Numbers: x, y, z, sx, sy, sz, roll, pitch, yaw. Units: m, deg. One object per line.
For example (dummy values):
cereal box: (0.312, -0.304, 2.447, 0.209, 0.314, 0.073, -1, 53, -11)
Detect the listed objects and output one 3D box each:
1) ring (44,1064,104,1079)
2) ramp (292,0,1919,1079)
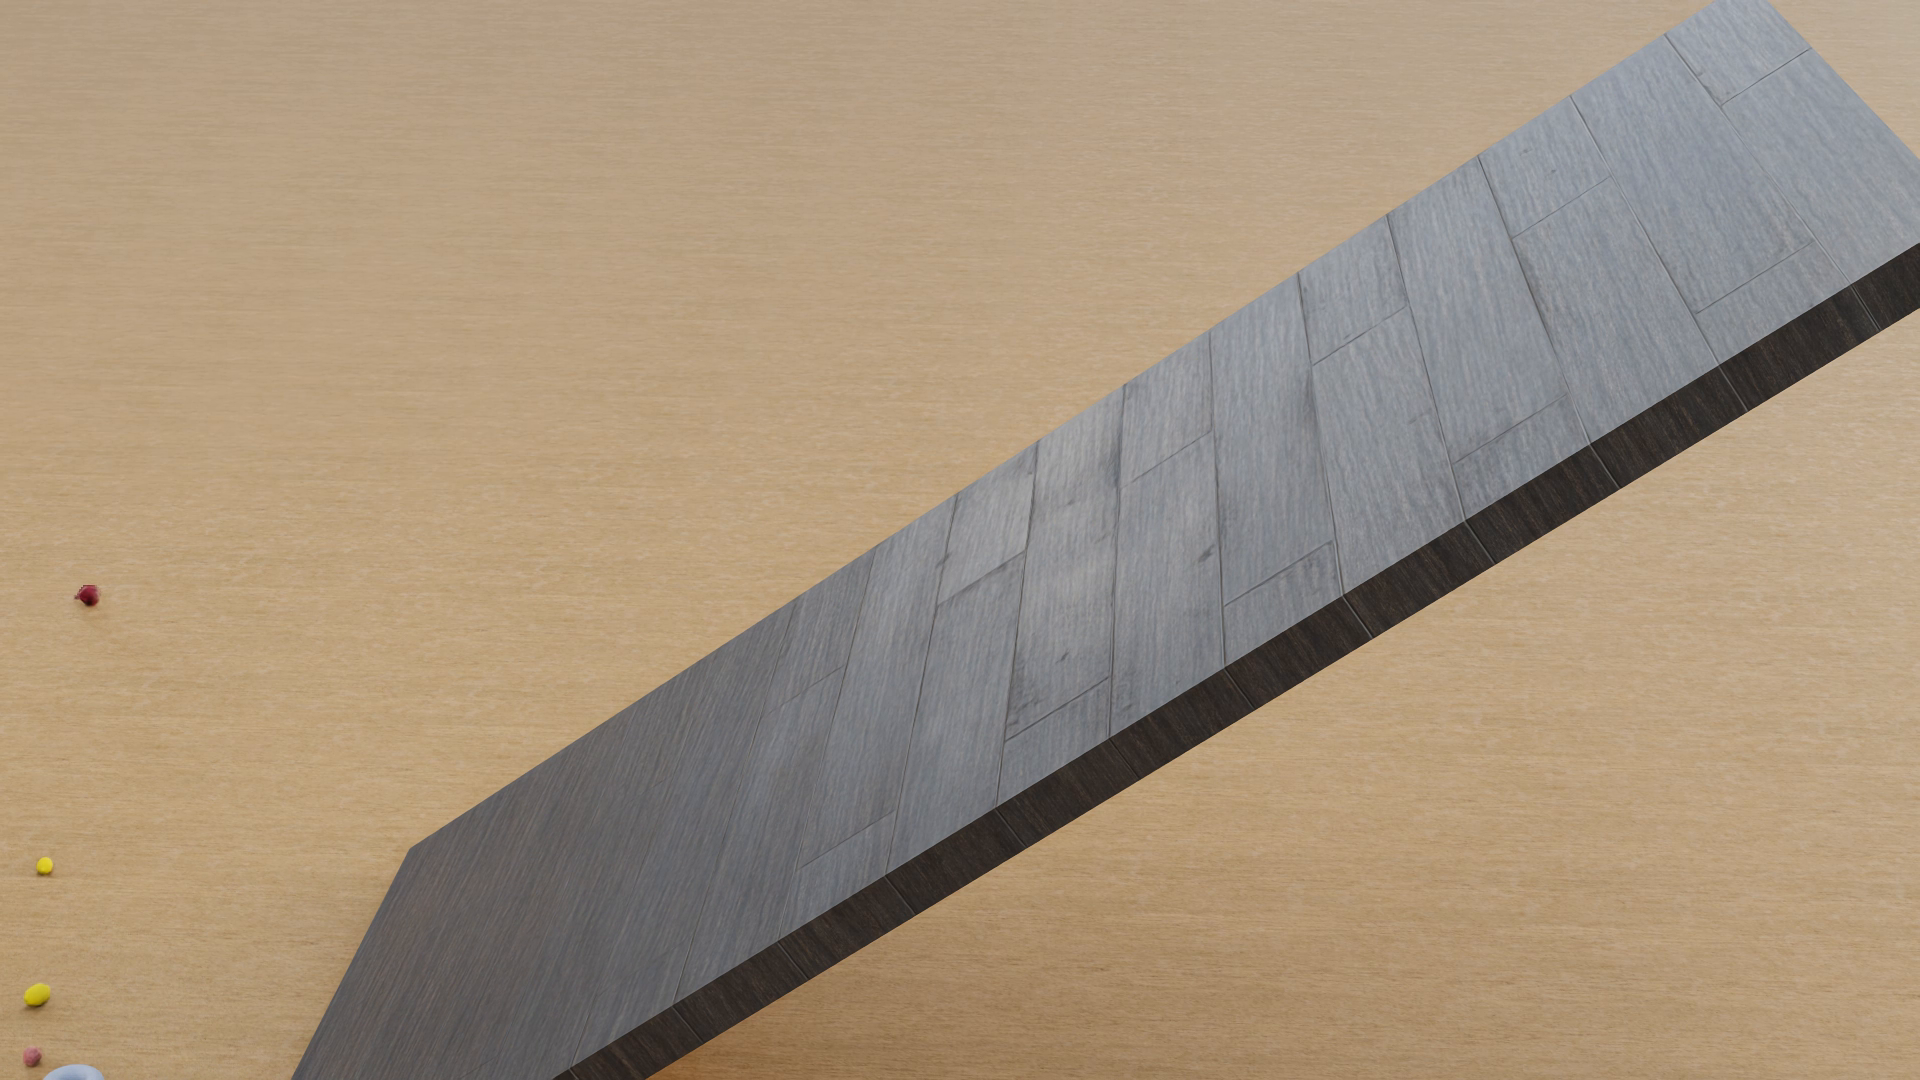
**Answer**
ring: (-2.047, 1.260, 6.781, 0.146, 0.049, 0.146, 1, 23, 0)
ramp: (0.134, 0.175, 6.309, 4.000, 0.100, 2.000, -33, 16, 15)
